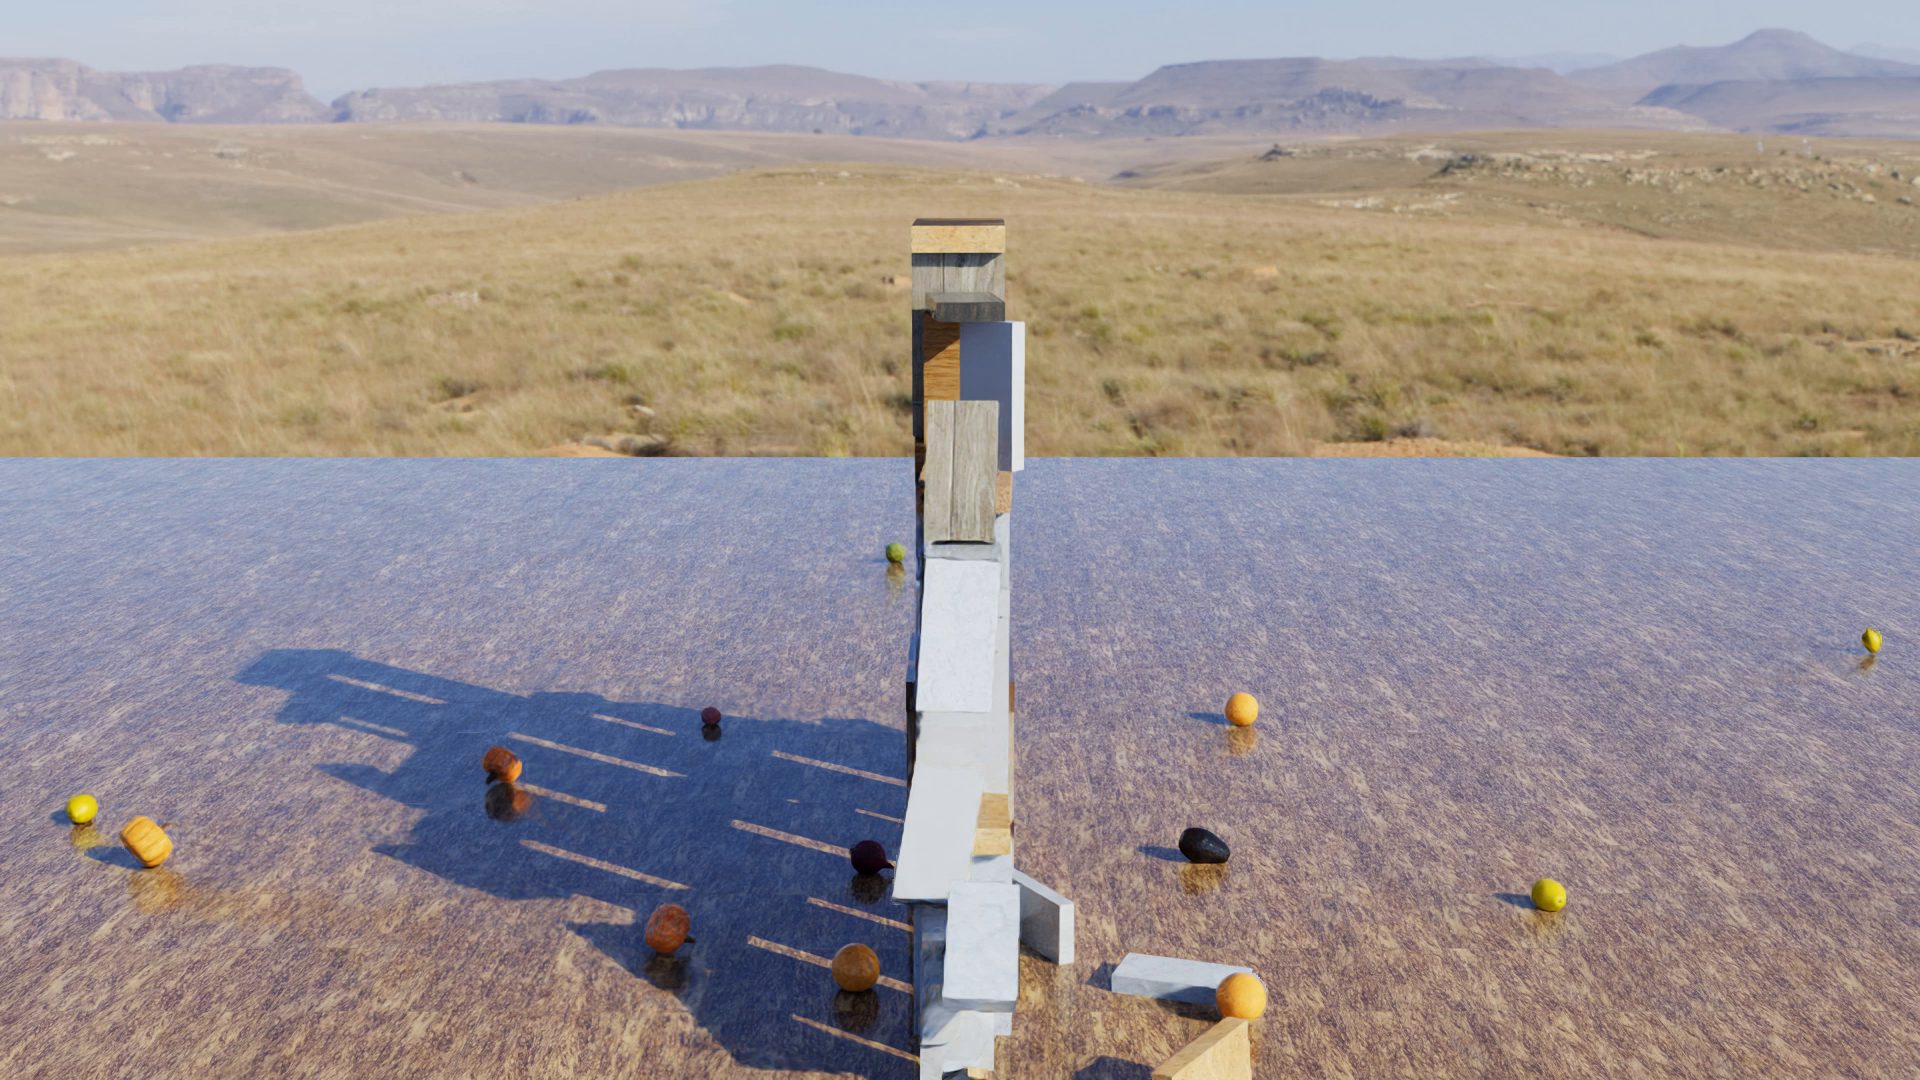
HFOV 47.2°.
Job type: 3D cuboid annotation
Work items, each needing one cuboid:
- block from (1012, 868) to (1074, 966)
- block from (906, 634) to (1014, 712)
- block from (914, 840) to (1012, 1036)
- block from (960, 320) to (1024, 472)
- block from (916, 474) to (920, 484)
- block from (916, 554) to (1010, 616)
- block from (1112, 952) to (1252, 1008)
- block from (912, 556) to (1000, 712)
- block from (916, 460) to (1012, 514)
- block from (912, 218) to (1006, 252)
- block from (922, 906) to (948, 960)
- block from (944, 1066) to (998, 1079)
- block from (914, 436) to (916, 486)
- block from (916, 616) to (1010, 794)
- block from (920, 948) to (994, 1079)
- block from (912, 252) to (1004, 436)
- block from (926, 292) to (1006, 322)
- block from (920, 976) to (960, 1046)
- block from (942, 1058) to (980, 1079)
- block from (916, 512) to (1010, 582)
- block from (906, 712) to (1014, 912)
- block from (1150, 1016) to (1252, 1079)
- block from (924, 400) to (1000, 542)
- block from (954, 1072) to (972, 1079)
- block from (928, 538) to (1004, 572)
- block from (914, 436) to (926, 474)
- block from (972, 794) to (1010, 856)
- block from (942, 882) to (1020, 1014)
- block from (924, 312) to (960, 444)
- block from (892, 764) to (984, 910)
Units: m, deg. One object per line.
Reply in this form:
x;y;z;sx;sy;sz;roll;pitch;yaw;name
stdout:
0.118;0.586;3.433;0.027;0.095;0.190;-6;12;-28;block
0.001;0.217;3.654;0.172;0.049;0.345;0;11;0;block
0.003;0.559;3.087;0.137;0.274;0.039;0;11;0;block
0.051;-0.232;3.506;0.108;0.236;0.031;9;14;39;block
0.002;0.029;3.705;0.152;0.303;0.043;0;11;0;block
0.003;0.064;3.224;0.133;0.038;0.266;0;10;0;block
0.329;0.652;3.260;0.190;0.027;0.095;4;11;20;block
-0.005;0.130;3.031;0.105;0.210;0.030;3;6;-11;block
0.010;-0.087;3.480;0.143;0.041;0.286;0;10;2;block
-0.001;-0.529;3.808;0.156;0.044;0.312;0;11;1;block
-0.003;0.514;2.941;0.097;0.027;0.193;0;10;-1;block
-0.001;0.703;2.826;0.048;0.014;0.096;20;-43;-34;block
-0.004;-0.314;3.956;0.156;0.433;0.044;0;11;-1;block
0.003;0.230;3.163;0.133;0.266;0.038;0;10;0;block
-0.003;0.635;2.892;0.097;0.194;0.027;0;9;0;block
-0.003;-0.334;3.739;0.156;0.312;0.044;0;11;0;block
0.006;-0.378;3.562;0.108;0.031;0.216;-1;11;-6;block
-0.025;0.609;2.848;0.048;0.096;0.014;-2;26;-15;block
0.001;0.698;2.844;0.048;0.096;0.014;-4;55;-3;block
0.004;0.167;3.432;0.143;0.442;0.041;0;11;0;block
0.001;0.432;3.577;0.172;0.345;0.049;0;11;0;block
0.310;0.696;2.804;0.030;0.106;0.211;0;9;33;block
0.002;-0.102;3.279;0.105;0.210;0.030;1;-3;6;block
0.076;0.711;2.660;0.093;0.026;0.278;42;-15;-17;block
0.008;0.029;3.230;0.105;0.030;0.210;1;10;4;block
0.001;-0.160;3.772;0.152;0.043;0.303;0;11;0;block
0.000;0.388;3.148;0.137;0.039;0.274;0;11;0;block
0.028;0.520;2.820;0.093;0.026;0.186;2;41;1;block
-0.006;-0.269;3.653;0.108;0.216;0.031;0;12;1;block
-0.028;0.402;2.981;0.095;0.190;0.027;6;-24;7;block
